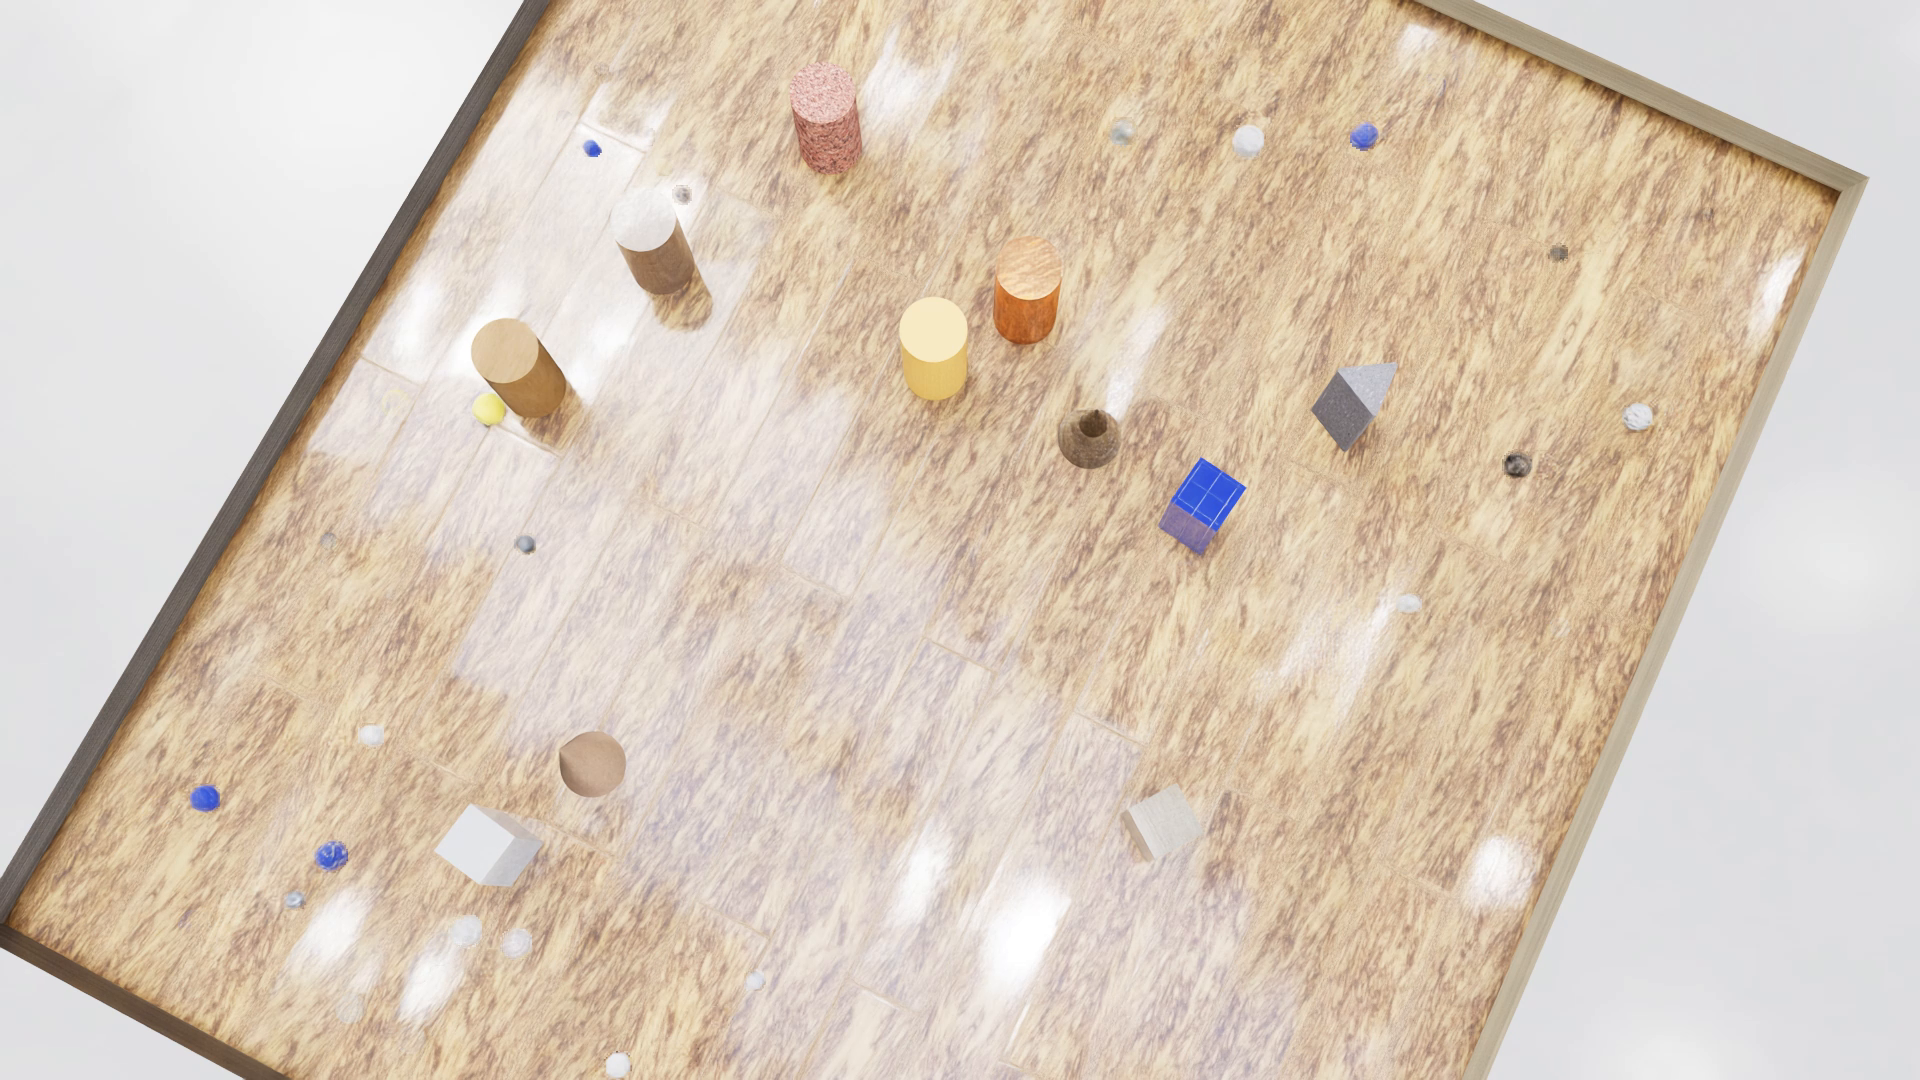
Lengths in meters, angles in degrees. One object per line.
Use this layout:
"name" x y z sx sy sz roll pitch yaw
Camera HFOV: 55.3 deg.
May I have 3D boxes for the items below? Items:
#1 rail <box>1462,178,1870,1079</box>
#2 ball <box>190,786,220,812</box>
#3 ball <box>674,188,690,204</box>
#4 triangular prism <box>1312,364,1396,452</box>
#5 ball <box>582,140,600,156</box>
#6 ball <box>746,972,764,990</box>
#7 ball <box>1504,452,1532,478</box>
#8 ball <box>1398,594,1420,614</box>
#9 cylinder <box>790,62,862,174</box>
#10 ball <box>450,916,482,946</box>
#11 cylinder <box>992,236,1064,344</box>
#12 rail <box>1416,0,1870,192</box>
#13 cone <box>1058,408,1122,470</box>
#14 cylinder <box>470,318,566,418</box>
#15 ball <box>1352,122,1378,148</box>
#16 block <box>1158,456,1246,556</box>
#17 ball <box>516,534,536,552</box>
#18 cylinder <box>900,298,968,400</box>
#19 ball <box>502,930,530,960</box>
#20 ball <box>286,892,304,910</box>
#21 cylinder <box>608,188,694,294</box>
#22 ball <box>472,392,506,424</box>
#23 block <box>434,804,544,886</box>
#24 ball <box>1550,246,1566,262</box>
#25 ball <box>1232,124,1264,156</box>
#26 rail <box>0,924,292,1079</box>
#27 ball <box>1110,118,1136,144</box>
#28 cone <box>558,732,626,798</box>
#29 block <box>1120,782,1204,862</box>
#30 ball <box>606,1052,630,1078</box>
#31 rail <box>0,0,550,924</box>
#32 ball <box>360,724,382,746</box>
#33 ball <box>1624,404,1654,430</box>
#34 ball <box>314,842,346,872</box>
"rail" 1.792 0.884 5.367 0.045 0.129 4.598 26 80 5
"ball" -2.234 0.765 5.417 0.081 0.081 0.081 0 78 0
"ball" -0.881 -1.095 5.818 0.050 0.050 0.050 0 78 0
"triangular prism" 1.203 -0.425 5.492 0.149 0.416 0.172 -35 80 -7
"ball" -1.177 -1.252 5.849 0.053 0.053 0.053 0 78 0
"ball" -0.597 1.282 5.325 0.052 0.052 0.052 0 78 0
"ball" 1.714 -0.230 5.623 0.081 0.081 0.081 0 78 0
"ball" 1.360 0.193 5.545 0.062 0.062 0.062 0 78 0
"cylinder" -0.414 -1.304 5.689 0.199 0.386 0.199 0 78 0
"ball" -1.439 1.141 5.336 0.086 0.086 0.086 0 78 0
"cylinder" 0.203 -0.752 5.554 0.199 0.428 0.199 0 78 0
"rail" 1.018 -1.986 5.961 4.055 0.129 0.045 26 80 5
"cone" 0.402 -0.350 5.519 0.199 0.333 0.199 0 78 0
"cylinder" -1.328 -0.514 5.528 0.199 0.382 0.199 0 78 0
"ball" 1.291 -1.290 5.841 0.083 0.083 0.083 0 78 0
"block" 0.717 -0.096 5.454 0.159 0.357 0.159 35 80 7
"ball" -1.323 0.012 5.586 0.054 0.054 0.054 0 78 0
"cylinder" -0.077 -0.573 5.532 0.199 0.397 0.199 0 78 0
"ball" -1.291 1.178 5.330 0.083 0.083 0.083 0 78 0
"ball" -1.950 1.056 5.371 0.053 0.053 0.053 0 78 0
"cylinder" -0.940 -0.909 5.609 0.199 0.383 0.199 0 78 0
"ball" -1.452 -0.405 5.645 0.099 0.099 0.099 0 78 0
"block" -1.344 0.878 5.251 0.159 0.360 0.159 35 80 7
"ball" 1.888 -0.902 5.778 0.049 0.049 0.049 0 78 0
"ball" 0.918 -1.270 5.829 0.099 0.099 0.099 0 78 0
"rail" -1.018 2.000 5.136 4.055 0.129 0.045 26 80 5
"ball" 0.520 -1.303 5.845 0.081 0.081 0.081 0 78 0
"cone" -1.097 0.622 5.243 0.199 0.480 0.199 0 78 0
"block" 0.582 0.821 5.308 0.159 0.271 0.159 -28 80 -5
"ball" -0.982 1.510 5.267 0.072 0.072 0.072 0 78 0
"rail" -1.792 -0.871 5.730 0.045 0.129 4.598 26 80 5
"ball" -1.755 0.583 5.462 0.066 0.066 0.066 0 78 0
"ball" 2.092 -0.380 5.652 0.085 0.085 0.085 0 78 0
"ball" -1.848 0.928 5.381 0.086 0.086 0.086 0 78 0
